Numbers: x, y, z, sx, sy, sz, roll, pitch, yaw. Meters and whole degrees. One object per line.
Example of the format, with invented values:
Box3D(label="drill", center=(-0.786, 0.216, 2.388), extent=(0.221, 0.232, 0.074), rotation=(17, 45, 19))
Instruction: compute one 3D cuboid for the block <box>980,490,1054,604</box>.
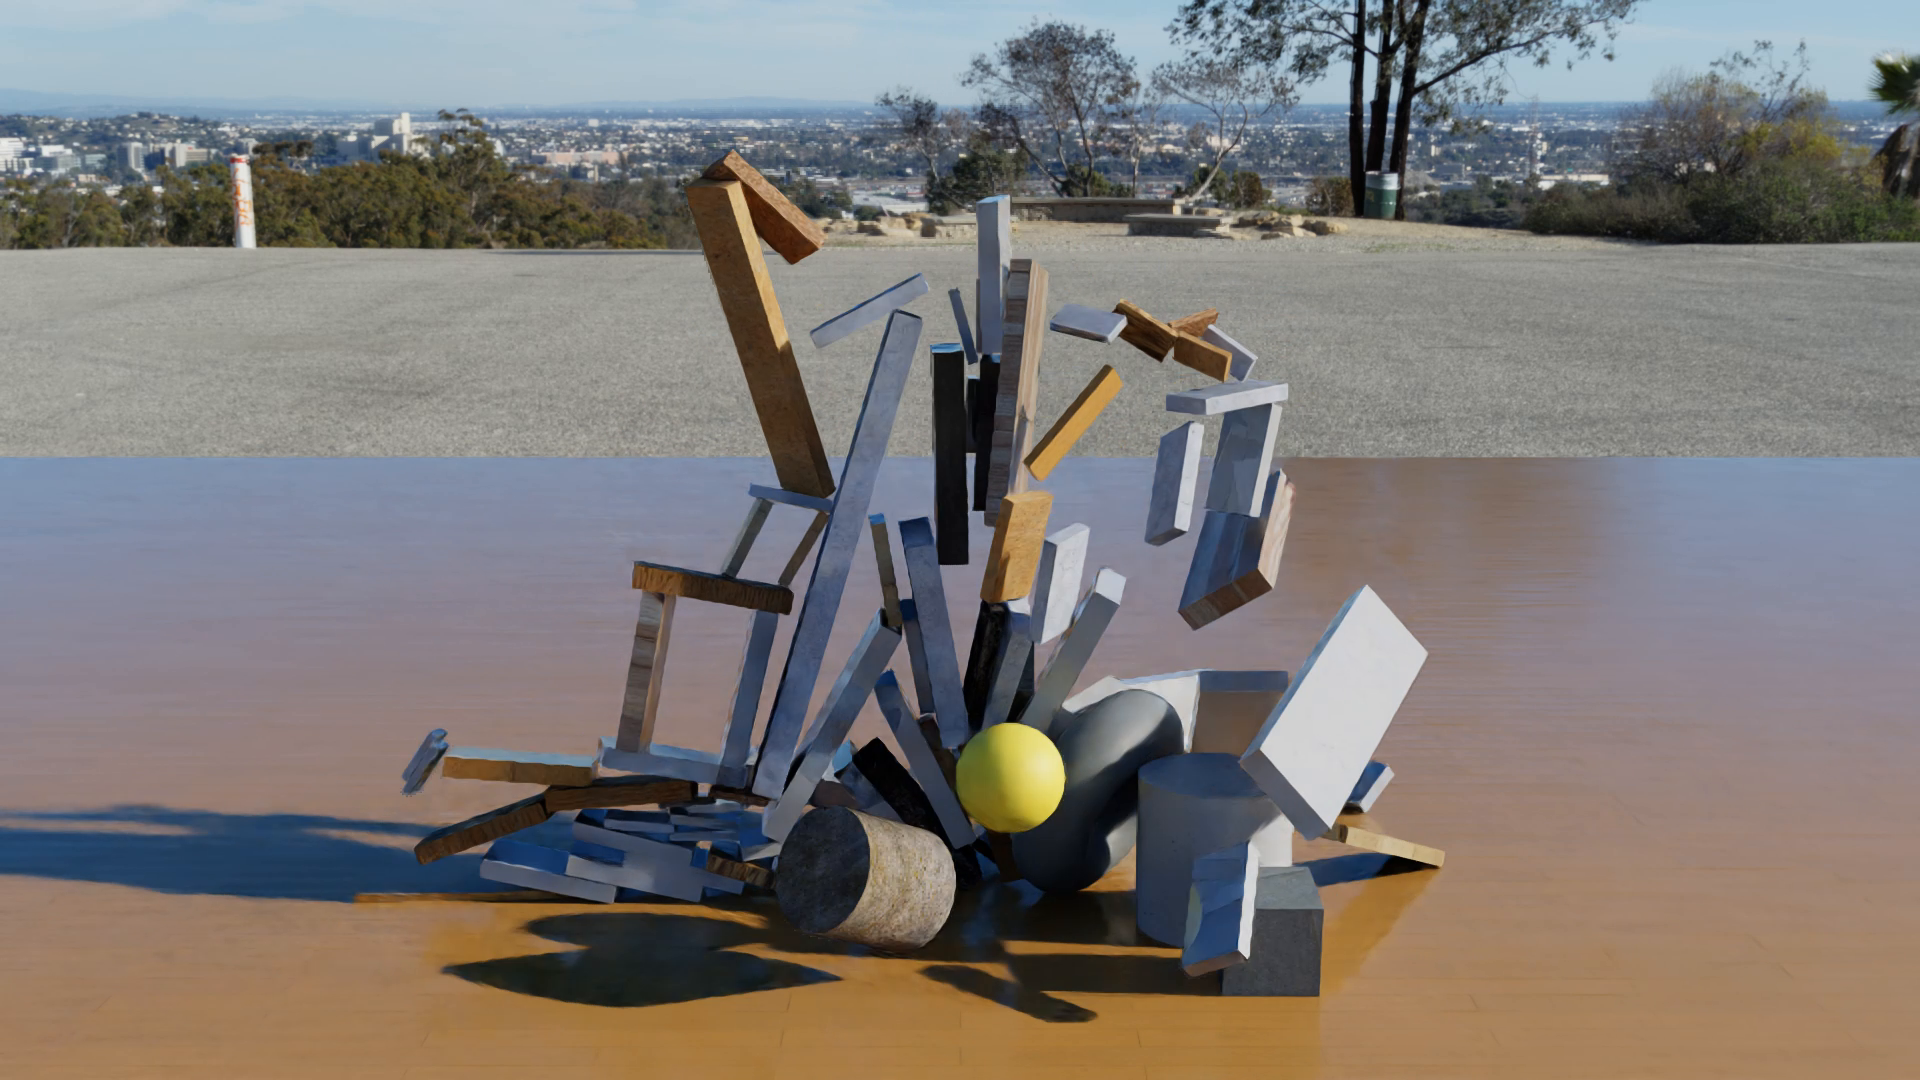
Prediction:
Box3D(label="block", center=(0.089, 0.011, 3.470), extent=(0.089, 0.177, 0.025), rotation=(-11, 34, -42))

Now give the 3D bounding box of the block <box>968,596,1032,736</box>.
Box3D(label="block", center=(0.064, 0.218, 3.558), extent=(0.035, 0.249, 0.125), rotation=(11, 31, -11))

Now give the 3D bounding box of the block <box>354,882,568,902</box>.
Box3D(label="block", center=(-0.825, 0.585, 3.657), extent=(0.349, 0.013, 0.046), rotation=(-1, 11, -3))

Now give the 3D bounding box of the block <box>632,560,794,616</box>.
Box3D(label="block", center=(-0.407, 0.078, 3.607), extent=(0.258, 0.037, 0.129), rotation=(10, 2, -9))

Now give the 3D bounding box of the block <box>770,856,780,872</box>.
Box3D(label="block", center=(-0.229, 0.546, 3.651), extent=(0.170, 0.024, 0.085), rotation=(16, 9, -7))

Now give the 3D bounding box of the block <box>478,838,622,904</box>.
Box3D(label="block", center=(-0.677, 0.552, 3.668), extent=(0.224, 0.032, 0.112), rotation=(12, 11, -1))

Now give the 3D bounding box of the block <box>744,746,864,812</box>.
Box3D(label="block", center=(-0.265, 0.443, 4.016), extent=(0.269, 0.038, 0.135), rotation=(11, -29, 2))

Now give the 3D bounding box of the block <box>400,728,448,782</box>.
Box3D(label="block", center=(-0.881, 0.353, 3.616), extent=(0.013, 0.093, 0.046), rotation=(36, 9, 7))

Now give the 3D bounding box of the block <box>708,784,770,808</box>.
Box3D(label="block", center=(-0.362, 0.417, 3.615), extent=(0.095, 0.014, 0.048), rotation=(11, 12, 1))

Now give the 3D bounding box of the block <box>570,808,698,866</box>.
Box3D(label="block", center=(-0.537, 0.490, 3.648), extent=(0.201, 0.028, 0.100), rotation=(14, 9, -1))

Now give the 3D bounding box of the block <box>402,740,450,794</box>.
Box3D(label="block", center=(-0.878, 0.374, 3.616), extent=(0.013, 0.093, 0.046), rotation=(36, 8, 5))

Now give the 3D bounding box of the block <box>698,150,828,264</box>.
Box3D(label="block", center=(-0.310, -0.521, 3.457), extent=(0.201, 0.028, 0.100), rotation=(41, -26, -18))

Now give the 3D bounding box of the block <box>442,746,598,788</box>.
Box3D(label="block", center=(-0.722, 0.374, 3.624), extent=(0.236, 0.033, 0.118), rotation=(4, 3, -3))

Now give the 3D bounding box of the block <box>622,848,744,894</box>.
Box3D(label="block", center=(-0.455, 0.538, 3.660), extent=(0.201, 0.028, 0.100), rotation=(14, 9, -3))

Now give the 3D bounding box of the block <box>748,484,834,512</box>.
Box3D(label="block", center=(-0.279, -0.068, 3.630), extent=(0.138, 0.020, 0.069), rotation=(12, -2, -5))

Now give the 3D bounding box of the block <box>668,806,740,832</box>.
Box3D(label="block", center=(-0.424, 0.459, 3.635), extent=(0.115, 0.016, 0.058), rotation=(8, 9, -12))

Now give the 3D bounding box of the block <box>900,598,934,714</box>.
Box3D(label="block", center=(-0.071, 0.190, 3.603), extent=(0.024, 0.170, 0.085), rotation=(-11, 22, -2))

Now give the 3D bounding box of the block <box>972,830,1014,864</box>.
Box3D(label="block", center=(0.077, 0.529, 3.855), extent=(0.069, 0.020, 0.139), rotation=(34, 20, 13))

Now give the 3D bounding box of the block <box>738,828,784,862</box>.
Box3D(label="block", center=(-0.280, 0.493, 3.648), extent=(0.170, 0.024, 0.085), rotation=(-9, 12, -9))

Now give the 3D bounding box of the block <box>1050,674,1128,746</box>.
Box3D(label="block", center=(0.188, 0.383, 3.719), extent=(0.042, 0.300, 0.150), rotation=(32, 34, 25))

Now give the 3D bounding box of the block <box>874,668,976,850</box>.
Box3D(label="block", center=(-0.061, 0.363, 3.652), extent=(0.040, 0.284, 0.142), rotation=(-27, 17, -1))

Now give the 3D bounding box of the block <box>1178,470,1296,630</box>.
Box3D(label="block", center=(0.465, 0.014, 3.670), extent=(0.159, 0.045, 0.319), rotation=(-31, 19, 30))

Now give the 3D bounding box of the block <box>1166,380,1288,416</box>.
Box3D(label="block", center=(0.442, -0.236, 3.631), extent=(0.189, 0.027, 0.094), rotation=(-13, 15, -36))

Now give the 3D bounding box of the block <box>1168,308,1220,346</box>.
Box3D(label="block", center=(0.386, -0.355, 3.688), extent=(0.099, 0.050, 0.014), rotation=(-21, 58, -28))

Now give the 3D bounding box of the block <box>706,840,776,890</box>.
Box3D(label="block", center=(-0.319, 0.547, 3.648), extent=(0.201, 0.028, 0.100), rotation=(17, 9, -5))

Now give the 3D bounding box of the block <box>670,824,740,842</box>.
Box3D(label="block", center=(-0.423, 0.482, 3.646), extent=(0.115, 0.016, 0.058), rotation=(0, 11, -6))

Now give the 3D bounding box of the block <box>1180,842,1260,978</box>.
Box3D(label="block", center=(0.377, 0.532, 3.176), extent=(0.097, 0.027, 0.194), rotation=(-24, 34, 32))

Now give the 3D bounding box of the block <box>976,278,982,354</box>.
Box3D(label="block", center=(0.040, -0.363, 3.562), extent=(0.017, 0.121, 0.060), rotation=(0, 5, 9))

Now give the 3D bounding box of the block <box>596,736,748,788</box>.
Box3D(label="block", center=(-0.474, 0.365, 3.612), extent=(0.236, 0.033, 0.118), rotation=(10, 2, -14))

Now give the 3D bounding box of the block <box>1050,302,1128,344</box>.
Box3D(label="block", center=(0.208, -0.353, 3.579), extent=(0.113, 0.016, 0.057), rotation=(17, 51, 32))

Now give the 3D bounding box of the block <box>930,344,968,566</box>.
Box3D(label="block", center=(-0.017, -0.141, 3.564), extent=(0.048, 0.340, 0.170), rotation=(-2, 10, -2))

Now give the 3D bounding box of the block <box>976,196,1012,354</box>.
Box3D(label="block", center=(0.057, -0.425, 3.511), extent=(0.034, 0.238, 0.119), rotation=(0, 13, 10))

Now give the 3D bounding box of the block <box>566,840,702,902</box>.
Box3D(label="block", center=(-0.538, 0.548, 3.665), extent=(0.224, 0.032, 0.112), rotation=(13, 9, -6))

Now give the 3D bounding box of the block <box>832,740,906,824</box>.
Box3D(label="block", center=(-0.114, 0.465, 3.703), extent=(0.038, 0.269, 0.135), rotation=(-39, 11, 3))

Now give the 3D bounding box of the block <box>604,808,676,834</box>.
Box3D(label="block", center=(-0.526, 0.464, 3.625), extent=(0.115, 0.016, 0.058), rotation=(5, 10, -2))

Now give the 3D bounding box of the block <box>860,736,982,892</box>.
Box3D(label="block", center=(-0.067, 0.462, 3.714), extent=(0.038, 0.269, 0.135), rotation=(-39, 12, 3))

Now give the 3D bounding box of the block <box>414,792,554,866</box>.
Box3D(label="block", center=(-0.782, 0.475, 3.645), extent=(0.224, 0.032, 0.112), rotation=(-20, 4, 3))

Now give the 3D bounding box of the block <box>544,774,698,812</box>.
Box3D(label="block", center=(-0.556, 0.413, 3.625), extent=(0.236, 0.033, 0.118), rotation=(-4, 2, -1))
